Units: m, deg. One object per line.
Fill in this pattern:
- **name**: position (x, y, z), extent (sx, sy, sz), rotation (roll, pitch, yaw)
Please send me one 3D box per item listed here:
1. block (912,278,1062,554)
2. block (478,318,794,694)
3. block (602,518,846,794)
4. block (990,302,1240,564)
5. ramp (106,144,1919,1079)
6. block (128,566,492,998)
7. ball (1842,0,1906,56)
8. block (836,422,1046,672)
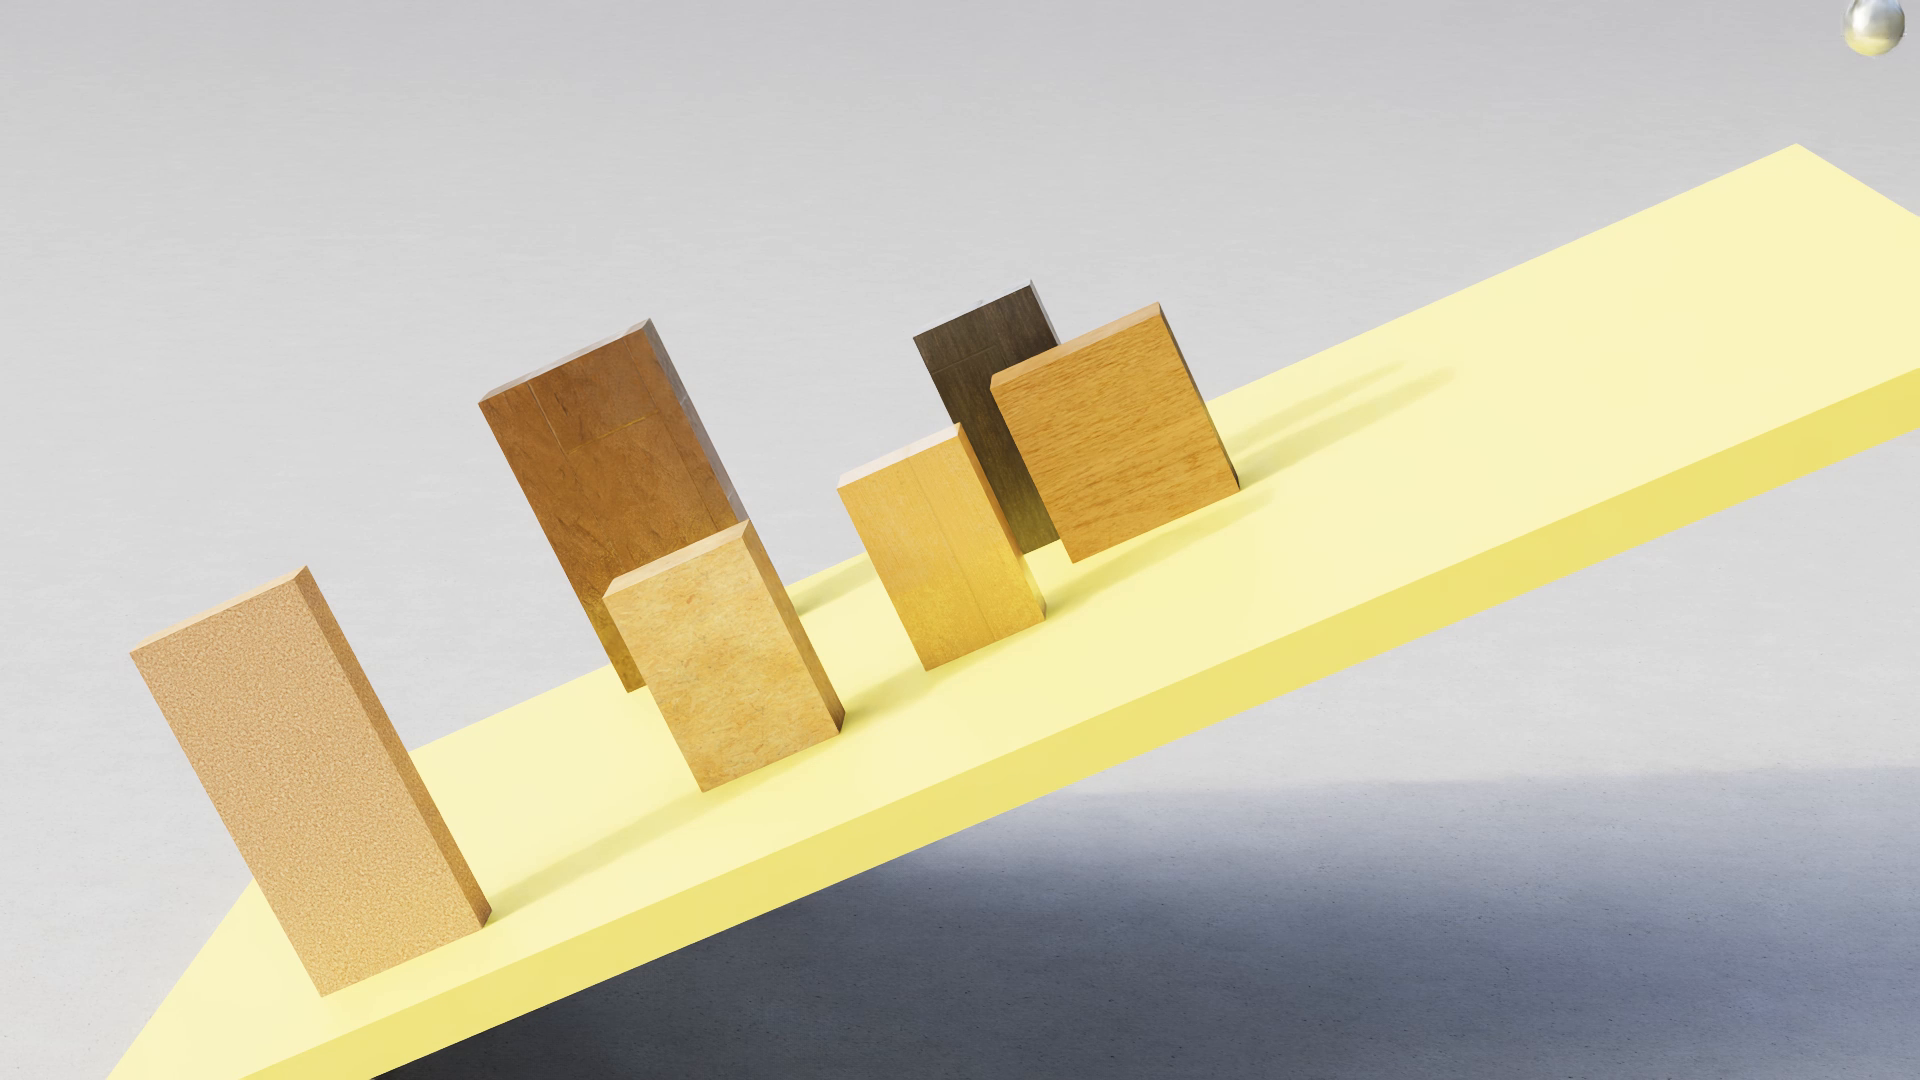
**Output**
- **block**: position (0.142, -0.270, 6.537), extent (0.283, 0.551, 0.089), rotation (-24, 13, 9)
- **block**: position (-0.762, -0.078, 6.971), extent (0.431, 0.781, 0.126), rotation (-24, 13, 9)
- **block**: position (-0.473, 0.235, 5.941), extent (0.310, 0.451, 0.138), rotation (-24, 13, 9)
- **block**: position (0.333, -0.230, 6.307), extent (0.392, 0.422, 0.141), rotation (-24, 13, 9)
- **ramp**: position (0.135, 0.169, 6.283), extent (4.000, 0.100, 2.000), rotation (-24, 13, 9)
- **block**: position (-1.260, 0.476, 5.737), extent (0.362, 0.783, 0.096), rotation (-24, 13, 9)
- **ball**: position (1.737, -0.979, 5.592), extent (0.116, 0.116, 0.116), rotation (0, 16, 0)
- **block**: position (-0.035, 0.015, 6.032), extent (0.271, 0.426, 0.117), rotation (-24, 13, 9)
